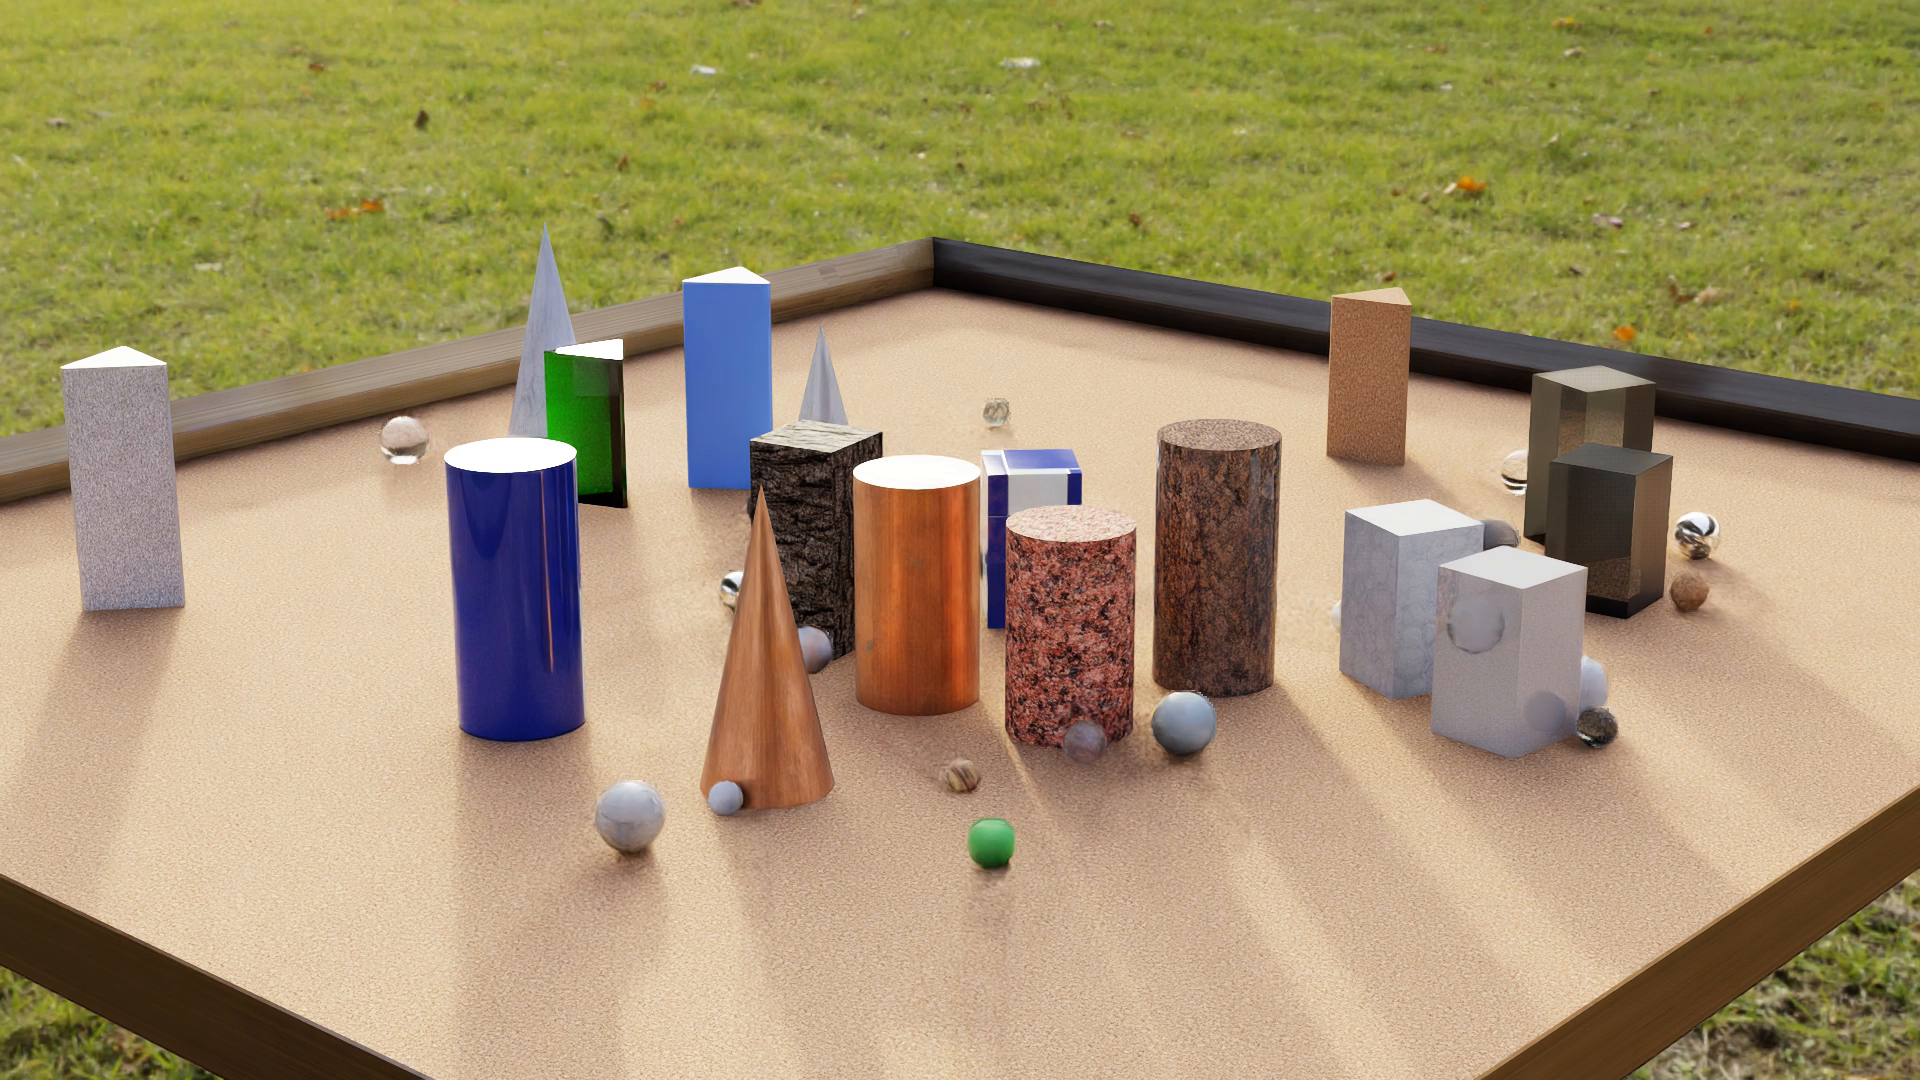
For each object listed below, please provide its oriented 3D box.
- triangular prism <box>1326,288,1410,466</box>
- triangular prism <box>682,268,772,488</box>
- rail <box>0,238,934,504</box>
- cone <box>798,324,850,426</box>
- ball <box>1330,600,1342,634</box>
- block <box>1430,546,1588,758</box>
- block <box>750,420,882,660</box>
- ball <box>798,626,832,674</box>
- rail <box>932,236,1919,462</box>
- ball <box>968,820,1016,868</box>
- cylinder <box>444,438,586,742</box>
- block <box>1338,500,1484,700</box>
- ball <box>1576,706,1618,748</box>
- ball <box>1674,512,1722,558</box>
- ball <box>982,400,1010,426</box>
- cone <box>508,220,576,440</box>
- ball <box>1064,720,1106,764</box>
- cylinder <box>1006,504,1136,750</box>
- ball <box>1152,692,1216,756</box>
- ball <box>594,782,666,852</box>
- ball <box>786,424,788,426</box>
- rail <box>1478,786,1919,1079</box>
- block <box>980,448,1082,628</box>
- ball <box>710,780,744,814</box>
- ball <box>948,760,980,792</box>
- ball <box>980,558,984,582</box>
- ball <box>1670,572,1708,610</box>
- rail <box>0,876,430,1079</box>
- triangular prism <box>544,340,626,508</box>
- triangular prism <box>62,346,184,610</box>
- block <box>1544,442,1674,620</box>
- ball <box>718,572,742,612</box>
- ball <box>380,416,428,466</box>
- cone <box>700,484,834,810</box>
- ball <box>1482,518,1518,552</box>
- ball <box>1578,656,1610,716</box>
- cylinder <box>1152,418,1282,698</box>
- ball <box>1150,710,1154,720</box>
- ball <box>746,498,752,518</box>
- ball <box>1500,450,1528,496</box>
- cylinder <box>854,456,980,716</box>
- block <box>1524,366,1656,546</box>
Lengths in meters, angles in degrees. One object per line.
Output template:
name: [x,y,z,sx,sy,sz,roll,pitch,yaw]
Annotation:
triangular prism: [0.863,-0.340,6.003,0.170,0.333,0.147,10,19,29]
triangular prism: [-0.445,-0.322,5.800,0.170,0.414,0.147,2,17,6]
rail: [-1.326,-0.300,6.222,0.045,0.128,3.881,14,22,39]
cone: [-0.257,-0.216,5.491,0.197,0.390,0.197,0,17,0]
ball: [0.655,0.129,4.902,0.069,0.069,0.069,0,17,0]
block: [0.830,0.167,4.437,0.157,0.265,0.157,-15,22,-40]
block: [-0.235,-0.002,4.847,0.157,0.352,0.157,9,19,29]
ball: [-0.245,0.178,4.725,0.077,0.077,0.077,0,17,0]
rail: [1.257,-0.386,6.506,3.559,0.128,0.045,14,22,39]
ball: [0.043,0.411,3.973,0.066,0.066,0.066,0,17,0]
cylinder: [-0.675,0.075,4.467,0.197,0.424,0.197,0,17,0]
block: [0.718,0.093,4.677,0.157,0.269,0.157,-8,18,-24]
ball: [0.959,0.281,4.411,0.061,0.061,0.061,0,17,0]
ball: [1.342,-0.010,5.334,0.086,0.086,0.086,0,17,0]
ball: [0.077,-0.271,6.250,0.057,0.057,0.057,0,17,0]
cone: [-0.850,-0.431,6.072,0.197,0.467,0.197,0,17,0]
ball: [0.185,0.300,4.346,0.065,0.065,0.065,0,17,0]
cylinder: [0.167,0.130,4.454,0.197,0.326,0.197,0,17,0]
ball: [0.334,0.274,4.377,0.095,0.095,0.095,0,17,0]
ball: [-0.453,0.380,4.023,0.097,0.097,0.097,0,17,0]
ball: [-0.351,-0.216,6.083,0.050,0.050,0.050,0,17,0]
rail: [1.326,0.364,4.018,0.045,0.128,3.881,14,22,39]
block: [0.120,-0.003,4.995,0.157,0.270,0.157,-1,17,-4]
ball: [-0.331,0.366,4.155,0.048,0.048,0.048,0,17,0]
ball: [0.006,0.341,4.236,0.048,0.048,0.048,0,17,0]
ball: [-0.007,0.052,5.019,0.096,0.096,0.096,0,17,0]
ball: [1.255,0.088,5.047,0.065,0.065,0.065,0,17,0]
rail: [-1.257,0.450,3.734,3.559,0.128,0.045,14,22,39]
triangular prism: [-0.693,-0.231,5.707,0.170,0.295,0.147,7,18,22]
triangular prism: [-1.438,-0.109,5.071,0.170,0.428,0.147,-3,17,-9]
block: [1.119,-0.018,5.069,0.157,0.255,0.157,12,20,34]
ball: [-0.380,0.089,5.036,0.069,0.069,0.069,0,17,0]
ball: [-1.128,-0.201,5.947,0.098,0.098,0.098,0,17,0]
cone: [-0.281,0.137,4.206,0.197,0.456,0.197,0,17,0]
ball: [0.959,0.006,5.274,0.090,0.090,0.090,0,17,0]
ball: [0.954,0.227,4.528,0.097,0.097,0.097,0,17,0]
cylinder: [0.407,0.027,4.662,0.197,0.403,0.197,0,17,0]
ball: [0.312,0.271,4.481,0.041,0.041,0.041,0,17,0]
ball: [-0.368,-0.063,5.488,0.064,0.064,0.064,0,17,0]
ball: [1.103,-0.132,5.735,0.089,0.089,0.089,0,17,0]
cylinder: [-0.067,0.070,4.586,0.197,0.366,0.197,0,17,0]
block: [1.156,-0.145,5.392,0.157,0.312,0.157,-8,19,-26]
